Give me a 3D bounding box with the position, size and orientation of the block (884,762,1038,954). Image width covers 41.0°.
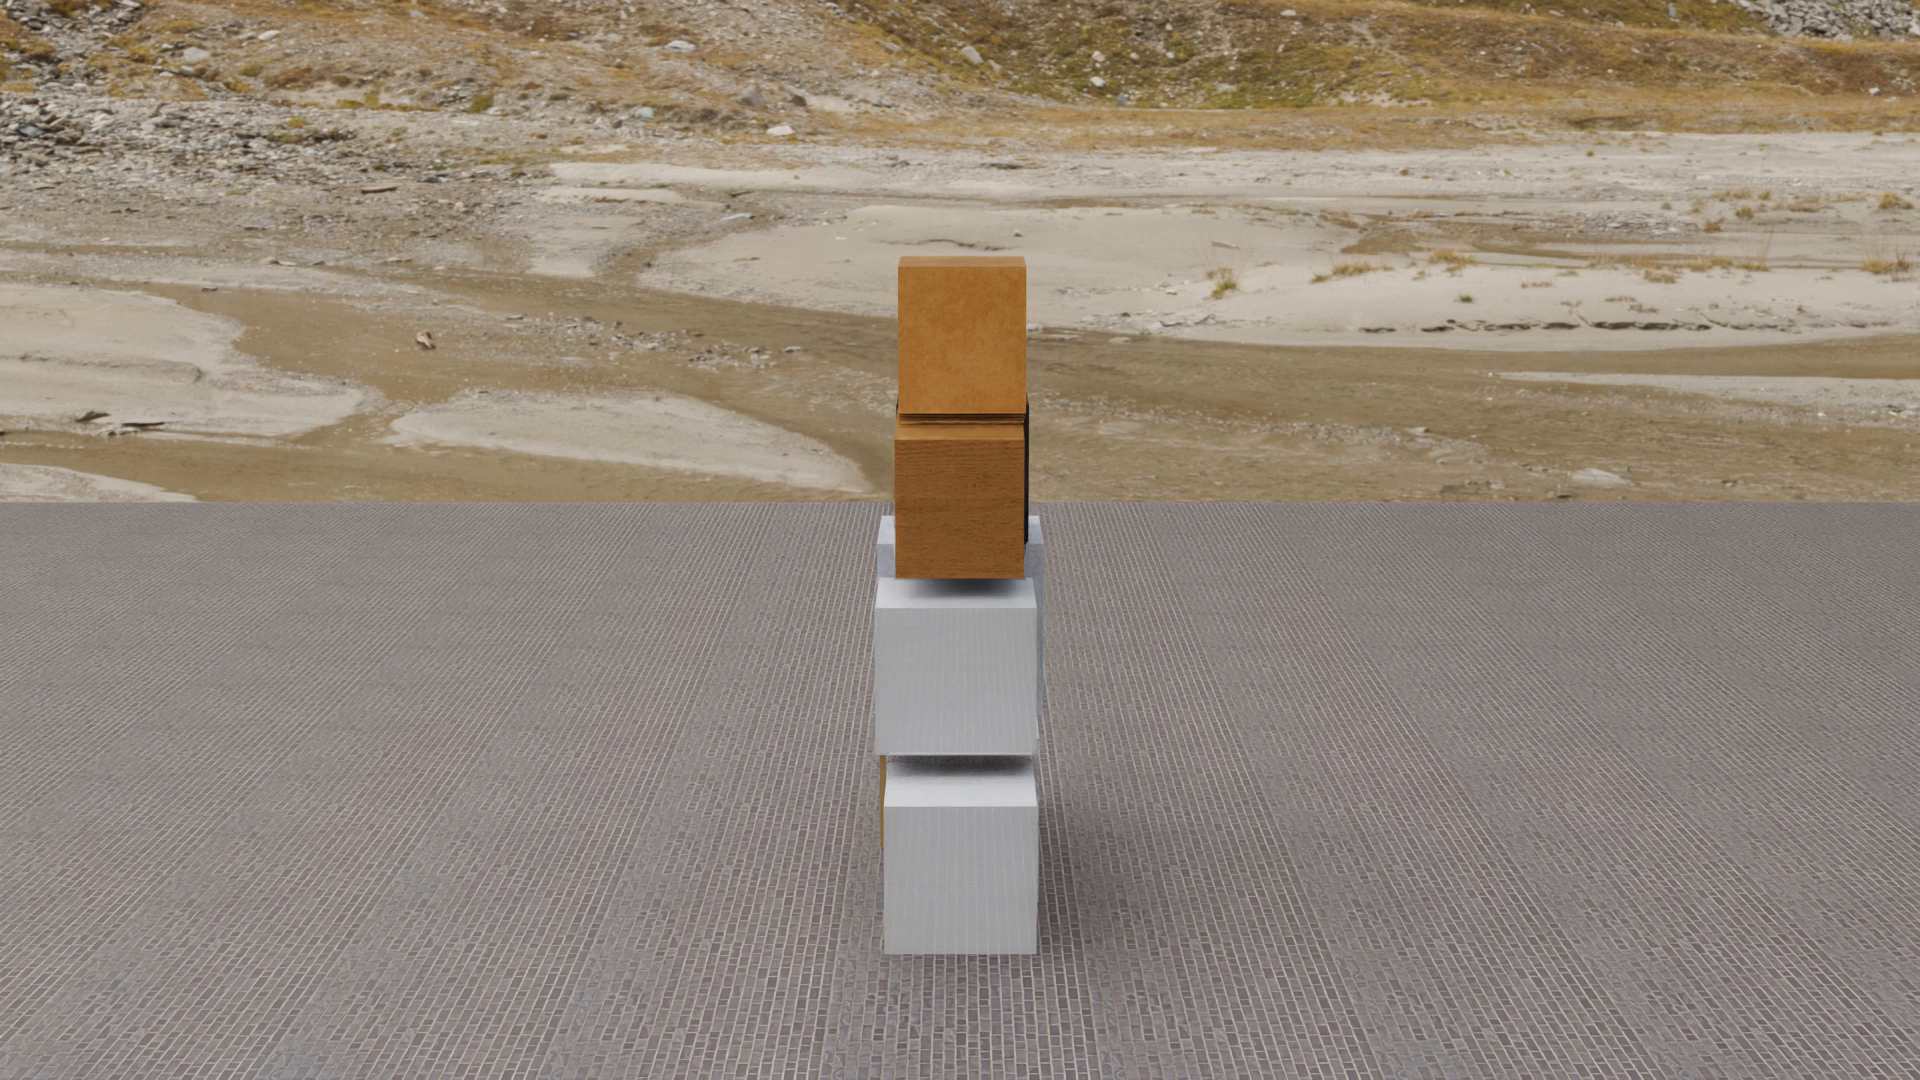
[{"bbox_3d":[0.002,1.310,10.633,0.615,0.619,0.666,0,10,0],"label":"block"}]

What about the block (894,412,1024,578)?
[{"bbox_3d":[-0.002,-0.204,10.851,0.534,0.598,0.535,0,17,0],"label":"block"}]

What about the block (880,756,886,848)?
[{"bbox_3d":[-0.019,1.000,12.104,0.696,0.703,0.751,0,10,0],"label":"block"}]

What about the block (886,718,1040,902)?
[{"bbox_3d":[0.012,1.130,11.343,0.653,0.719,0.774,0,10,0],"label":"block"}]

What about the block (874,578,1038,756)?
[{"bbox_3d":[-0.018,0.527,10.908,0.667,0.622,0.656,0,10,0],"label":"block"}]

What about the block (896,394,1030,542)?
[{"bbox_3d":[0.012,-0.335,11.396,0.575,0.605,0.501,0,10,0],"label":"block"}]

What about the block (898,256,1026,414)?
[{"bbox_3d":[0.009,-0.887,11.015,0.536,0.619,0.535,0,11,0],"label":"block"}]

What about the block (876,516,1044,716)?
[{"bbox_3d":[0.001,0.330,11.579,0.725,0.770,0.715,0,10,0],"label":"block"}]
